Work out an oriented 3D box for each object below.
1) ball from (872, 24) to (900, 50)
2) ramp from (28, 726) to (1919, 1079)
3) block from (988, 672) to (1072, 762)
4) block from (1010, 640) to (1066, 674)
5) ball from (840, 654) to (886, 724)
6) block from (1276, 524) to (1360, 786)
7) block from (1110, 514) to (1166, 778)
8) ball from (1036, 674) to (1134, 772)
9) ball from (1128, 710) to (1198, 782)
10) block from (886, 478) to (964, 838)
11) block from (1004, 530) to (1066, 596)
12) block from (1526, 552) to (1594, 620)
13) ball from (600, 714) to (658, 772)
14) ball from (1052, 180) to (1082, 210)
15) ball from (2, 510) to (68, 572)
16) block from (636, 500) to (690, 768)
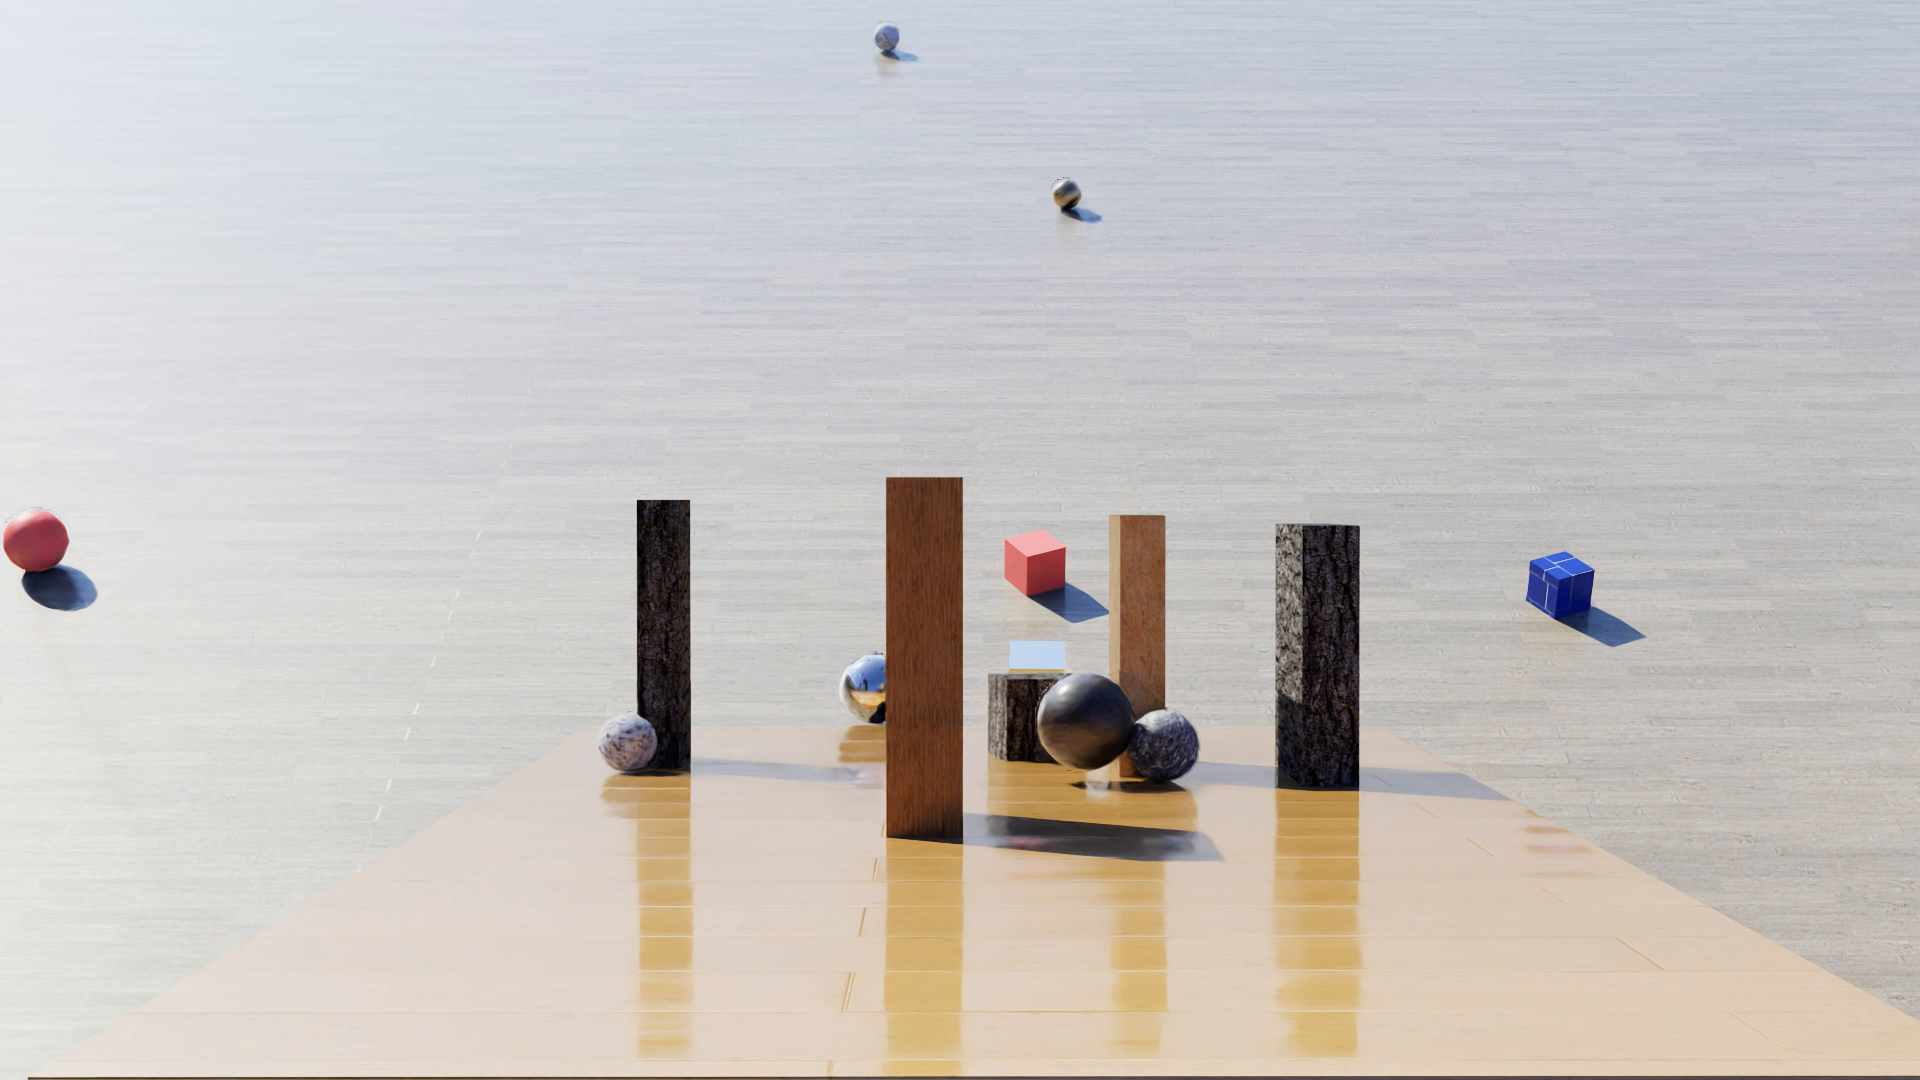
[{"bbox_3d":[-0.345,-2.365,12.142,0.129,0.129,0.129,0,27,0],"label":"ball"},{"bbox_3d":[0.062,0.556,4.593,2.000,0.100,4.000,0,1,0],"label":"ramp"},{"bbox_3d":[0.172,0.396,5.809,0.181,0.181,0.181,0,1,-12],"label":"block"},{"bbox_3d":[0.204,0.367,6.835,0.146,0.146,0.146,1,27,2],"label":"block"},{"bbox_3d":[-0.224,0.388,6.719,0.182,0.182,0.182,0,27,0],"label":"ball"},{"bbox_3d":[0.745,0.230,5.406,0.115,0.525,0.440,0,1,0],"label":"block"},{"bbox_3d":[0.380,0.218,5.560,0.094,0.544,0.391,0,1,0],"label":"block"},{"bbox_3d":[0.255,0.370,5.253,0.199,0.199,0.199,0,27,0],"label":"ball"},{"bbox_3d":[0.416,0.421,5.294,0.146,0.146,0.146,0,27,0],"label":"ball"},{"bbox_3d":[-0.061,0.198,4.591,0.132,0.616,0.360,0,1,0],"label":"block"},{"bbox_3d":[0.216,0.065,7.439,0.128,0.128,0.128,-14,30,-25],"label":"block"},{"bbox_3d":[1.700,0.128,7.319,0.128,0.128,0.128,-14,30,-24],"label":"block"},{"bbox_3d":[-0.704,0.431,5.480,0.123,0.123,0.123,0,27,0],"label":"ball"},{"bbox_3d":[0.423,-1.368,10.228,0.114,0.114,0.114,0,27,0],"label":"ball"},{"bbox_3d":[-2.685,0.003,7.503,0.181,0.181,0.181,0,27,0],"label":"ball"},{"bbox_3d":[-0.650,0.200,5.677,0.090,0.578,0.246,0,1,0],"label":"block"}]
